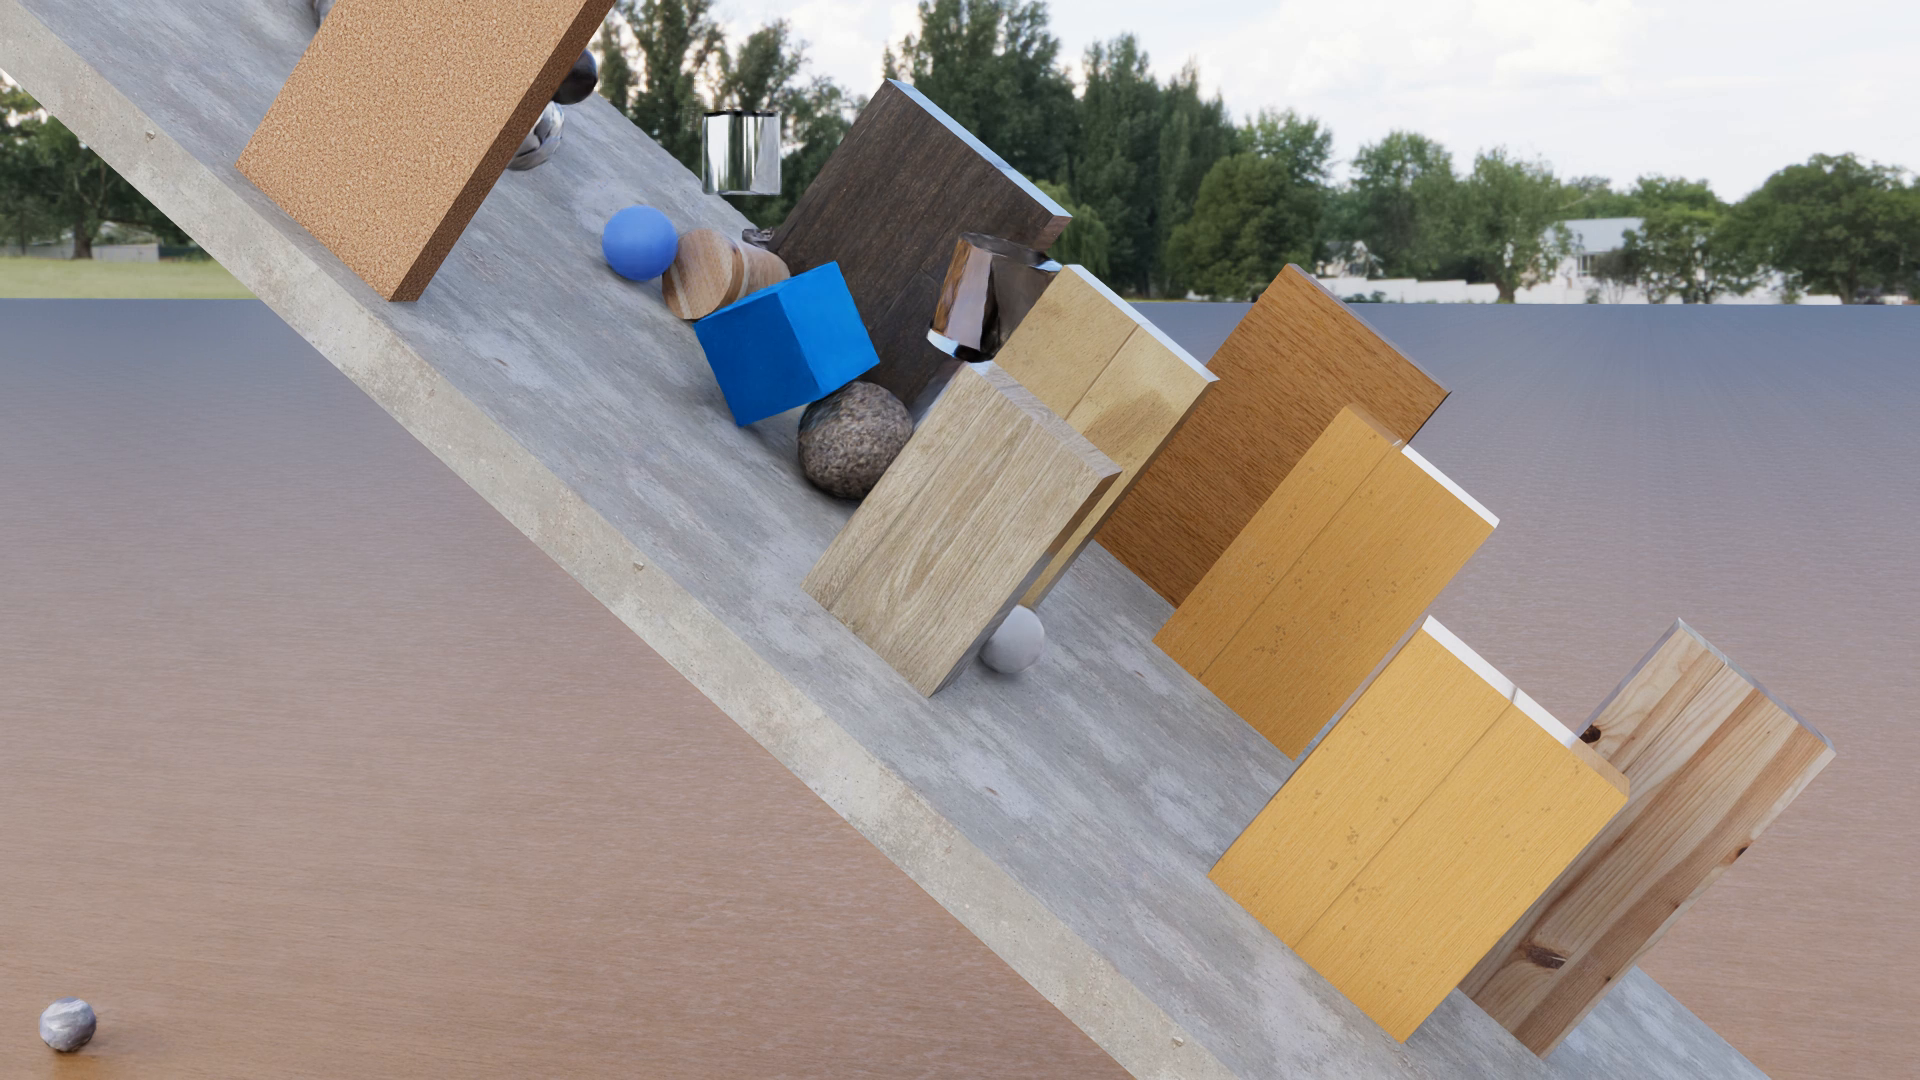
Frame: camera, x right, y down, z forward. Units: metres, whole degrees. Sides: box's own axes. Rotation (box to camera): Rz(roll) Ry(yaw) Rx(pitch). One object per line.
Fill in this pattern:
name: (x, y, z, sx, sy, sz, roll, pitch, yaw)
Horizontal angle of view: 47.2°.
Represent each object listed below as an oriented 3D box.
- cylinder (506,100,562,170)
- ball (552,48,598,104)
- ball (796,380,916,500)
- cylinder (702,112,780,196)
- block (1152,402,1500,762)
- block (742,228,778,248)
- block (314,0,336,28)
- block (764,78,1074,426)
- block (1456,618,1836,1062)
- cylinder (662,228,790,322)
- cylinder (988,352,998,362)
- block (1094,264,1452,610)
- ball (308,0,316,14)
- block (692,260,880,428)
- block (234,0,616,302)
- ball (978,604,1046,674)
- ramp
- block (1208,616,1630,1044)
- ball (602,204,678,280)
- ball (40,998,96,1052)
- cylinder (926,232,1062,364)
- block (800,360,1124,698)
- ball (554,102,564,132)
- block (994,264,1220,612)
cylinder: (-0.815, -0.769, 3.992, 0.156, 0.156, 0.156, 0, -8, 1)
ball: (-0.762, -0.905, 4.255, 0.123, 0.123, 0.123, 0, 7, 0)
ball: (-0.181, -0.174, 3.852, 0.209, 0.209, 0.209, 0, 7, 0)
cylinder: (-0.460, -0.811, 4.625, 0.164, 0.164, 0.164, 0, 6, 0)
block: (0.723, 0.082, 4.367, 0.368, 0.608, 0.149, 40, 16, 9)
block: (-0.377, -0.569, 4.569, 0.121, 0.121, 0.121, -8, 33, -24)
block: (-1.079, -1.039, 4.020, 0.205, 0.205, 0.205, -9, -16, -16)
block: (-0.129, -0.541, 4.323, 0.425, 0.570, 0.145, 40, 16, 9)
block: (1.123, 0.519, 3.796, 0.323, 0.729, 0.109, 40, 16, 9)
cylinder: (-0.446, -0.489, 4.211, 0.177, 0.177, 0.177, 5, -5, 35)
cylinder: (0.112, -0.275, 4.126, 0.129, 0.129, 0.129, 15, 3, -13)
block: (0.648, -0.173, 4.709, 0.428, 0.719, 0.129, 40, 16, 9)
ball: (-1.175, -1.062, 4.241, 0.168, 0.168, 0.168, 0, 7, 0)
block: (-0.301, -0.342, 3.836, 0.195, 0.195, 0.195, -16, 13, 34)
block: (-0.763, -0.728, 3.255, 0.330, 0.689, 0.082, 40, 16, 9)
ball: (0.083, 0.164, 3.654, 0.117, 0.117, 0.117, 0, 7, 0)
ramp: (-0.026, 0.079, 4.052, 4.000, 0.100, 2.000, 40, 16, 9)
block: (0.719, 0.455, 3.468, 0.398, 0.529, 0.136, 40, 16, 9)
ball: (-0.601, -0.559, 4.135, 0.141, 0.141, 0.141, 0, 7, 0)
ball: (-2.129, 1.157, 5.248, 0.126, 0.126, 0.126, 0, 7, 0)
cylinder: (0.062, -0.429, 3.972, 0.196, 0.196, 0.196, 17, 17, -6)
block: (0.001, -0.018, 3.391, 0.267, 0.440, 0.137, 40, 16, 9)
ball: (-0.854, -0.843, 4.426, 0.115, 0.115, 0.115, 0, 7, 0)
block: (0.146, -0.157, 3.850, 0.319, 0.571, 0.102, 40, 16, 9)
